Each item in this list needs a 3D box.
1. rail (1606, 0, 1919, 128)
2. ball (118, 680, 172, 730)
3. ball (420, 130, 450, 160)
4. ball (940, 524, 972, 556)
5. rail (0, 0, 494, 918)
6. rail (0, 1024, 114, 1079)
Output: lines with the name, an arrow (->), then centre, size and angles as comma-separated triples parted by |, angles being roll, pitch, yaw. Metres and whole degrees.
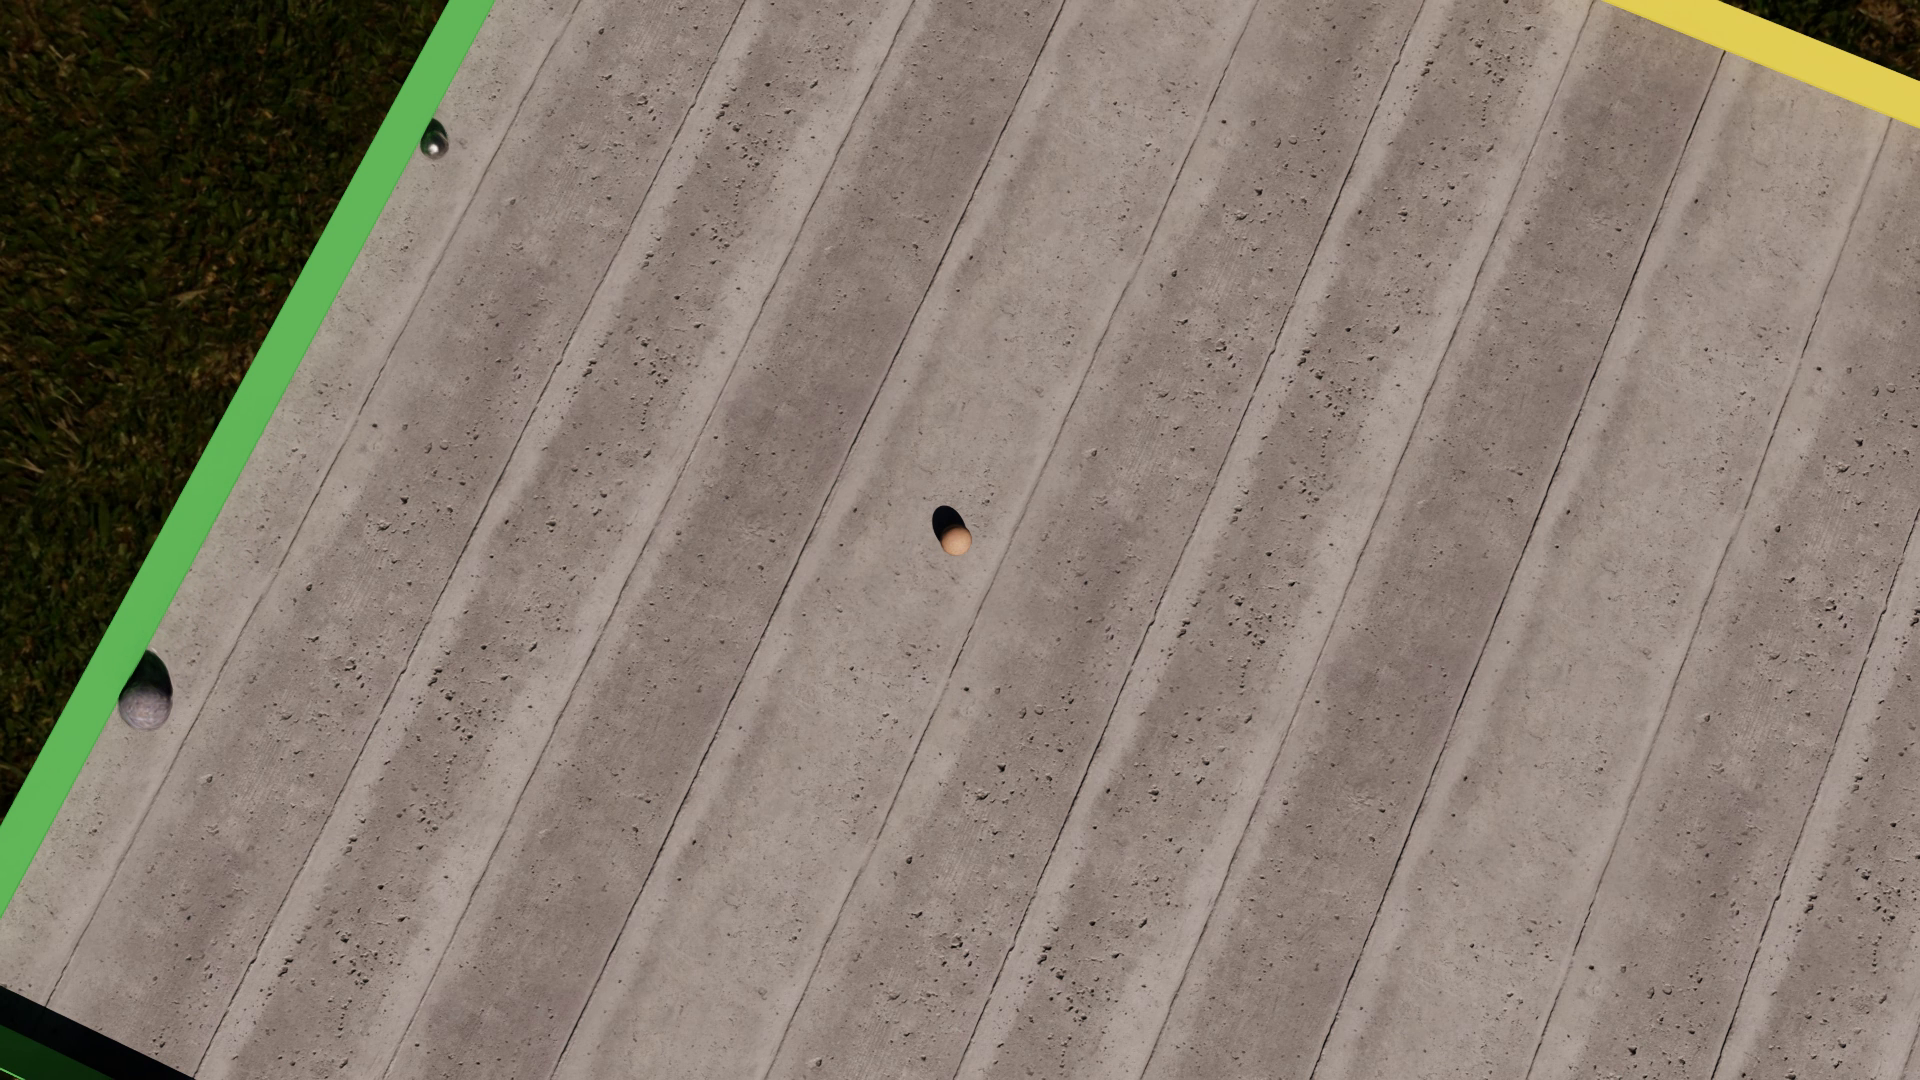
rail -> 1.491, -0.676, 3.452 | 4.313, 0.097, 0.045 | 24, 78, 5
ball -> -1.207, 0.245, 3.257 | 0.075, 0.075, 0.075 | 0, 77, 0
ball -> -0.828, -0.622, 3.468 | 0.045, 0.045, 0.045 | 0, 77, 0
ball -> -0.006, 0.000, 3.326 | 0.048, 0.048, 0.048 | 0, 77, 0
rail -> -0.962, -0.428, 3.396 | 0.045, 0.097, 2.524 | 24, 78, 5
rail -> 0.475, 1.527, 2.956 | 4.313, 0.097, 0.045 | 24, 78, 5
